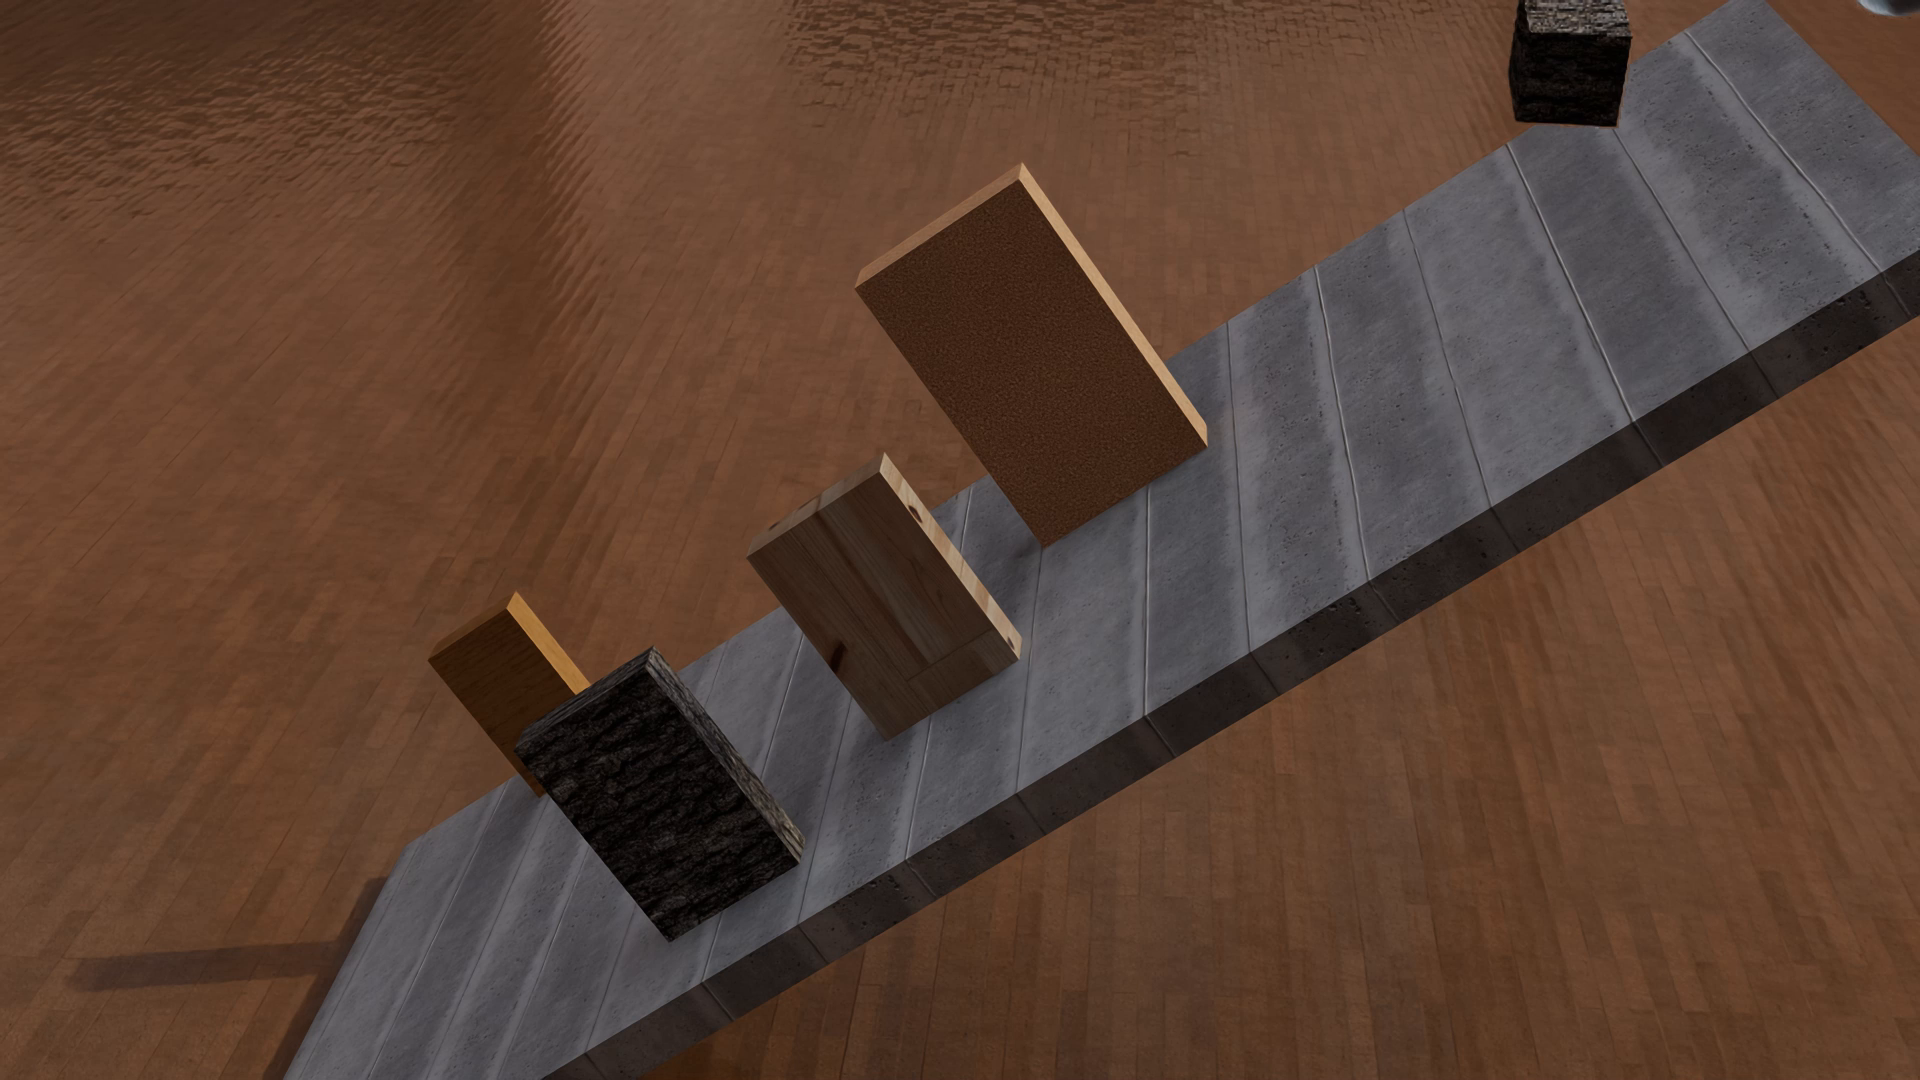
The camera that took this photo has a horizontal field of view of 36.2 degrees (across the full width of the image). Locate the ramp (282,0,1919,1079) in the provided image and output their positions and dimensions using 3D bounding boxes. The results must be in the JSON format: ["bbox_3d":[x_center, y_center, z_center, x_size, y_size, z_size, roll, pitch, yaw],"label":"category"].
[{"bbox_3d":[0.136,0.174,6.306,4.000,0.100,2.000,-32,16,15],"label":"ramp"}]

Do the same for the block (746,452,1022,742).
[{"bbox_3d":[-0.151,0.118,5.979,0.331,0.487,0.115,-32,16,15],"label":"block"}]

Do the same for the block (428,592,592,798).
[{"bbox_3d":[-1.070,0.383,7.279,0.250,0.448,0.113,-32,16,15],"label":"block"}]

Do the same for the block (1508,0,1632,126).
[{"bbox_3d":[1.166,-0.928,5.637,0.190,0.190,0.190,3,37,2],"label":"block"}]

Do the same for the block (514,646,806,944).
[{"bbox_3d":[-0.585,0.501,5.768,0.322,0.502,0.107,-32,16,15],"label":"block"}]

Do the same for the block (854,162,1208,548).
[{"bbox_3d":[0.159,-0.395,6.380,0.428,0.716,0.145,-32,16,15],"label":"block"}]

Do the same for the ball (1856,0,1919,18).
[{"bbox_3d":[1.774,-1.093,5.558,0.207,0.207,0.207,0,21,0],"label":"ball"}]
